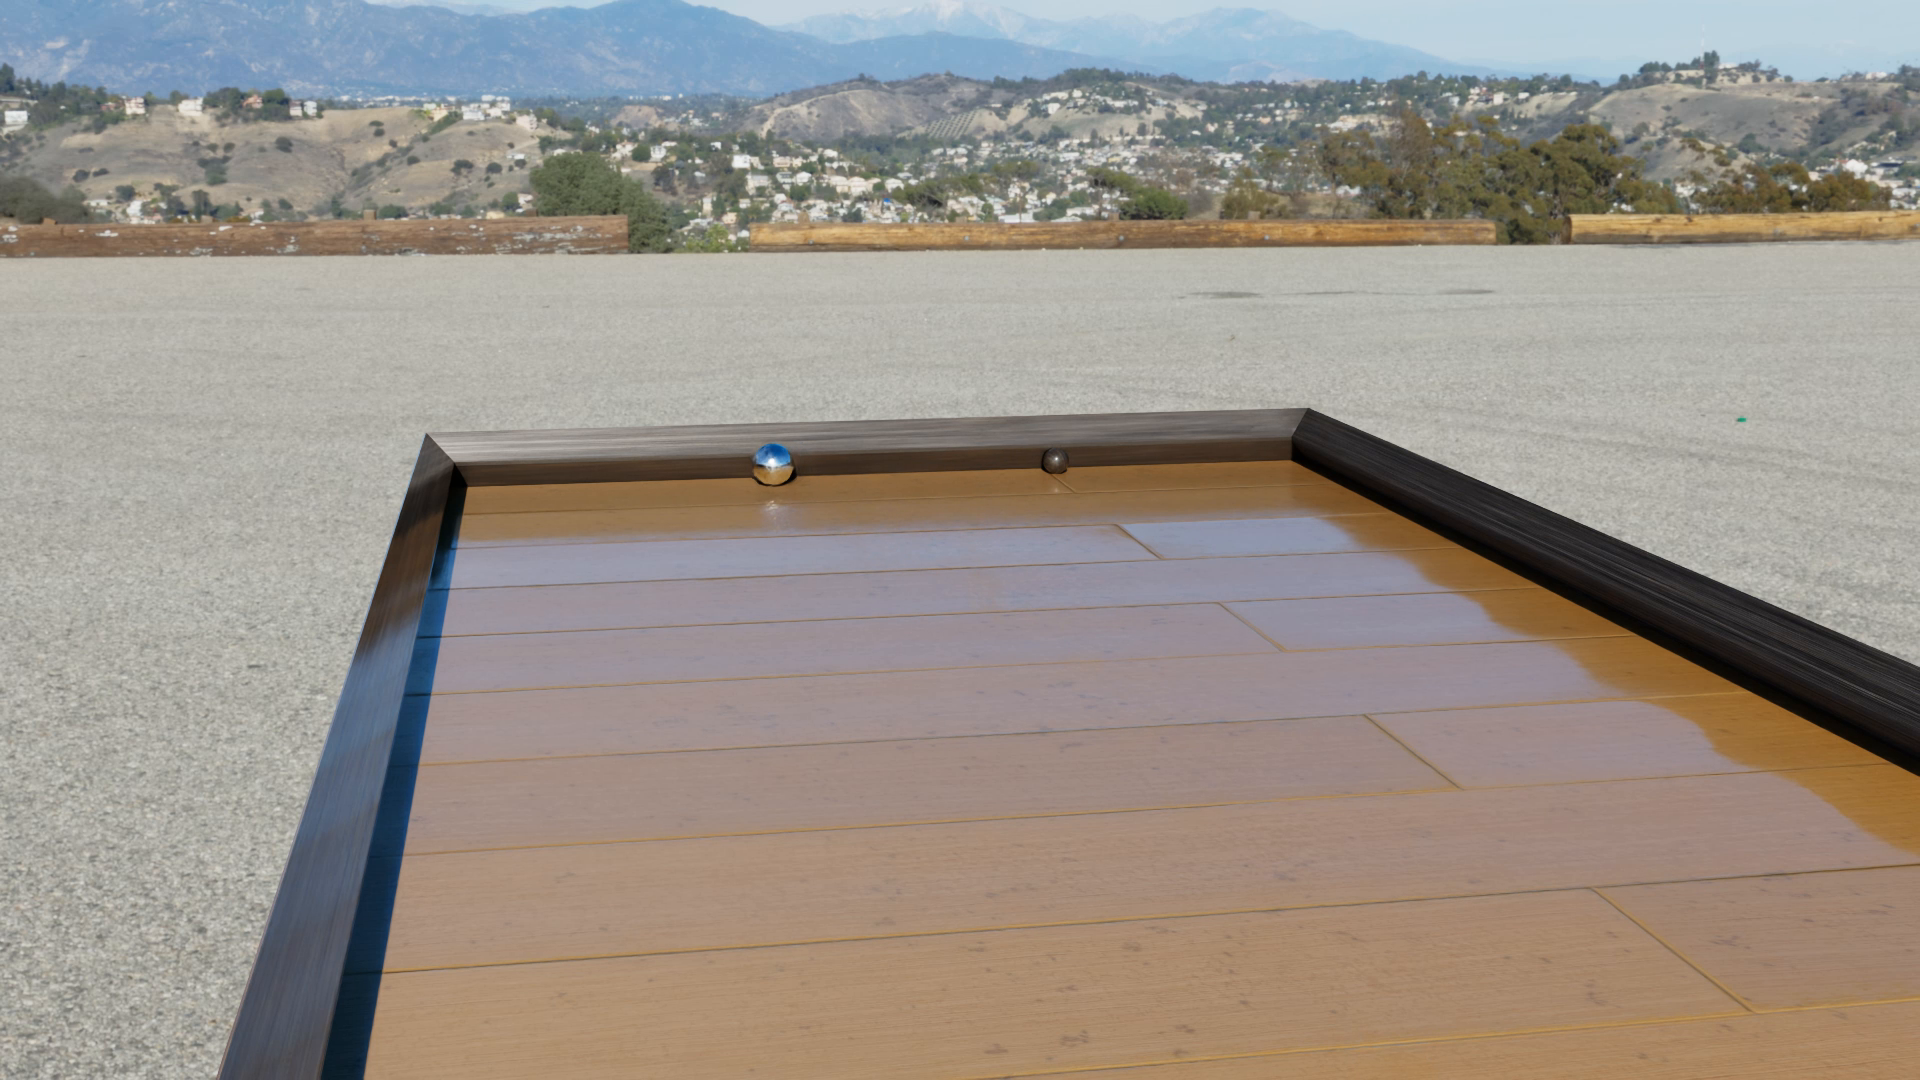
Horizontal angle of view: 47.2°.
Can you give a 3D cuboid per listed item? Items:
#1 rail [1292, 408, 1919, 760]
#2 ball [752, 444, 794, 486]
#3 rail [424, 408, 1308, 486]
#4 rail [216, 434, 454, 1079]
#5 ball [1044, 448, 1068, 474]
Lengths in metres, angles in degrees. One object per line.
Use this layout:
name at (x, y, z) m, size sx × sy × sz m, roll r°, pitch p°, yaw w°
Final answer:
rail at (0.821, 0.094, 2.423) m, size 0.045 × 0.088 × 2.732 m, roll -2°, pitch 12°, yaw -10°
ball at (-0.299, -0.120, 3.501) m, size 0.068 × 0.068 × 0.068 m, roll 0°, pitch 12°, yaw 0°
rail at (-0.122, -0.149, 3.587) m, size 1.463 × 0.088 × 0.045 m, roll -2°, pitch 12°, yaw -10°
rail at (-0.570, 0.147, 2.167) m, size 0.045 × 0.088 × 2.732 m, roll -2°, pitch 12°, yaw -10°
ball at (0.158, -0.130, 3.611) m, size 0.042 × 0.042 × 0.042 m, roll 0°, pitch 12°, yaw 0°
